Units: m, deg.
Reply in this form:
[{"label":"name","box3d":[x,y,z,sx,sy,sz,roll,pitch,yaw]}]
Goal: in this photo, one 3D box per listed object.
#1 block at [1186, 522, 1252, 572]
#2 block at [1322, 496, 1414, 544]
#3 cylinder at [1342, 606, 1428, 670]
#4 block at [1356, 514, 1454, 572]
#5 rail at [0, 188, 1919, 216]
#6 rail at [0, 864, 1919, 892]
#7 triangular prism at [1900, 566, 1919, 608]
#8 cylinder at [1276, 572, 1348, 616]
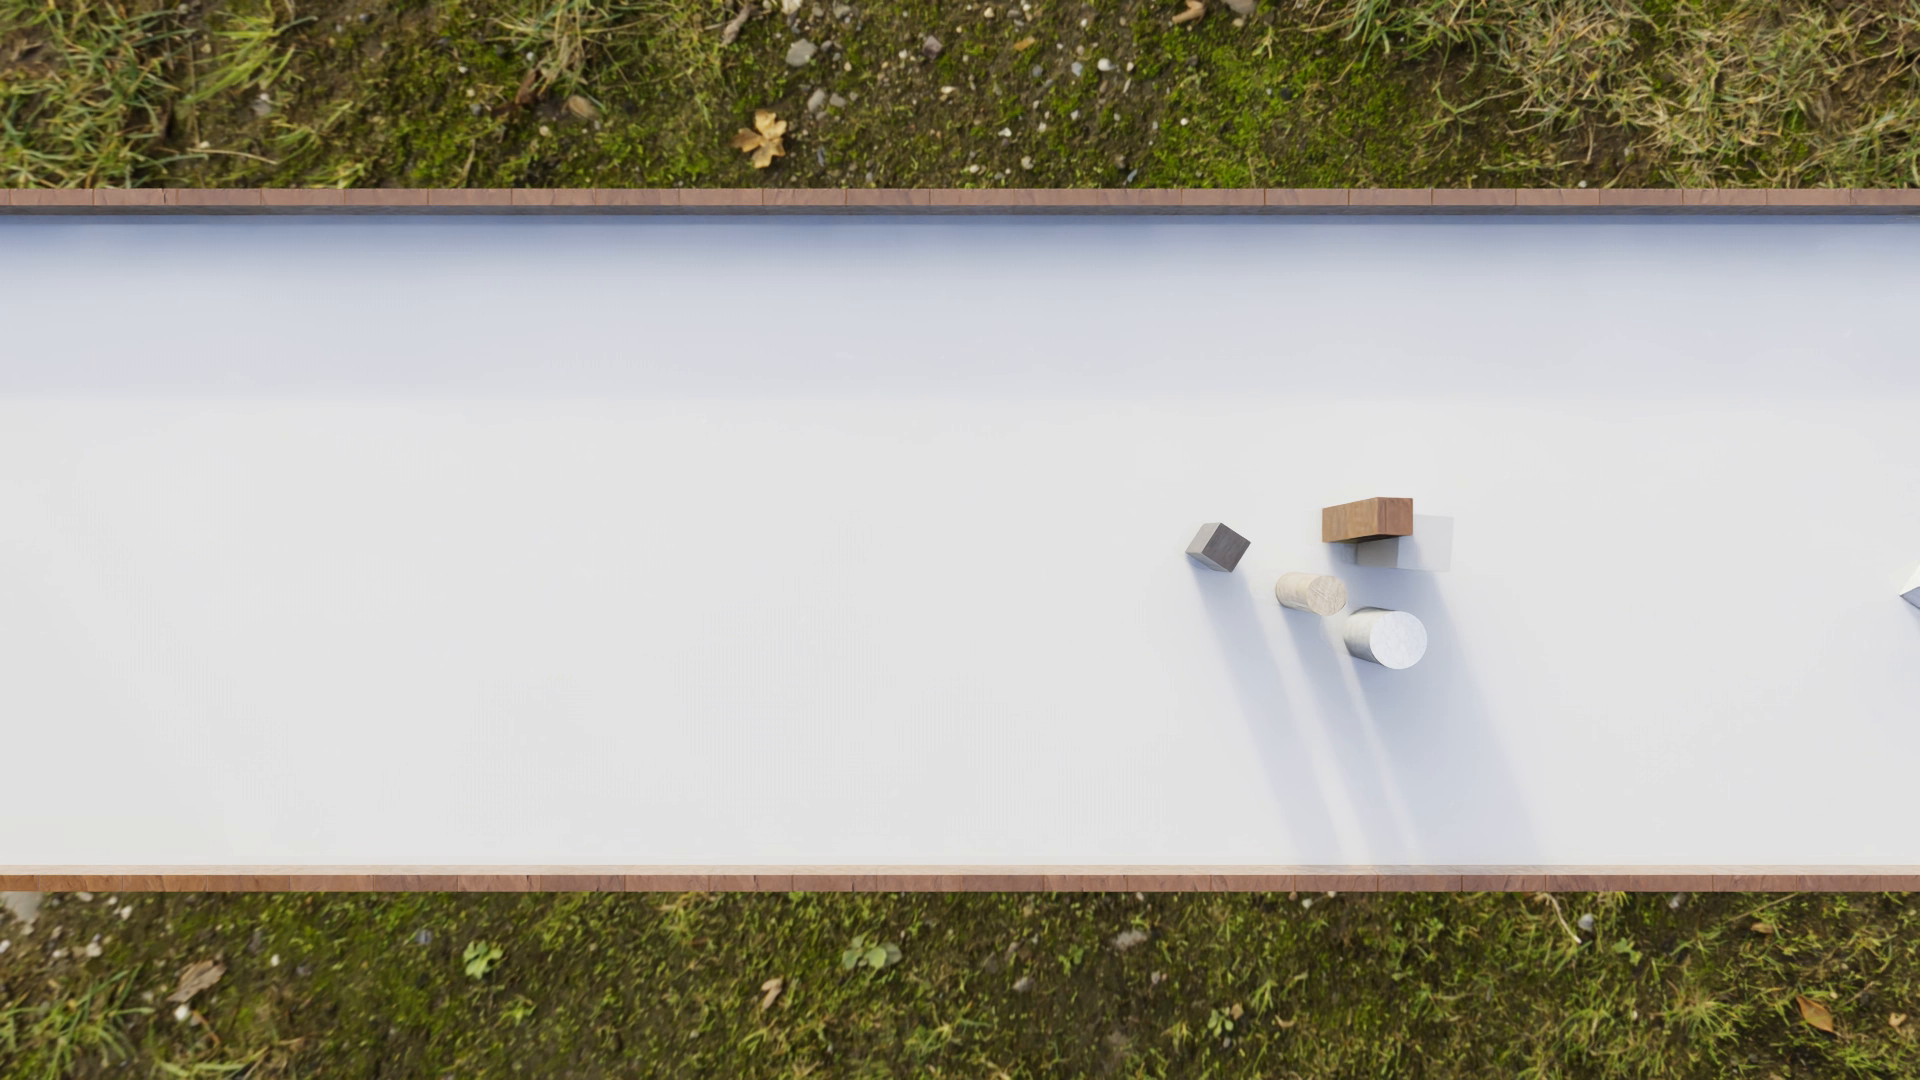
[{"label":"block","box3d":[0.765,0.022,4.906,0.105,0.341,0.105,33,90,0]},{"label":"block","box3d":[1.194,-0.055,4.853,0.105,0.431,0.105,2,86,-8]},{"label":"cylinder","box3d":[1.261,0.288,4.910,0.166,0.334,0.166,0,90,0]},{"label":"block","box3d":[1.321,0.006,4.907,0.160,0.321,0.160,5,90,-7]},{"label":"rail","box3d":[-2.247,-1.025,5.002,12.000,0.150,0.050,0,90,0]},{"label":"rail","box3d":[-2.247,1.025,5.001,12.000,0.150,0.050,0,90,0]},{"label":"triangular prism","box3d":[3.100,0.224,5.011,0.409,0.124,0.143,34,90,0]},{"label":"cylinder","box3d":[1.027,0.155,4.847,0.114,0.459,0.114,0,90,0]}]
